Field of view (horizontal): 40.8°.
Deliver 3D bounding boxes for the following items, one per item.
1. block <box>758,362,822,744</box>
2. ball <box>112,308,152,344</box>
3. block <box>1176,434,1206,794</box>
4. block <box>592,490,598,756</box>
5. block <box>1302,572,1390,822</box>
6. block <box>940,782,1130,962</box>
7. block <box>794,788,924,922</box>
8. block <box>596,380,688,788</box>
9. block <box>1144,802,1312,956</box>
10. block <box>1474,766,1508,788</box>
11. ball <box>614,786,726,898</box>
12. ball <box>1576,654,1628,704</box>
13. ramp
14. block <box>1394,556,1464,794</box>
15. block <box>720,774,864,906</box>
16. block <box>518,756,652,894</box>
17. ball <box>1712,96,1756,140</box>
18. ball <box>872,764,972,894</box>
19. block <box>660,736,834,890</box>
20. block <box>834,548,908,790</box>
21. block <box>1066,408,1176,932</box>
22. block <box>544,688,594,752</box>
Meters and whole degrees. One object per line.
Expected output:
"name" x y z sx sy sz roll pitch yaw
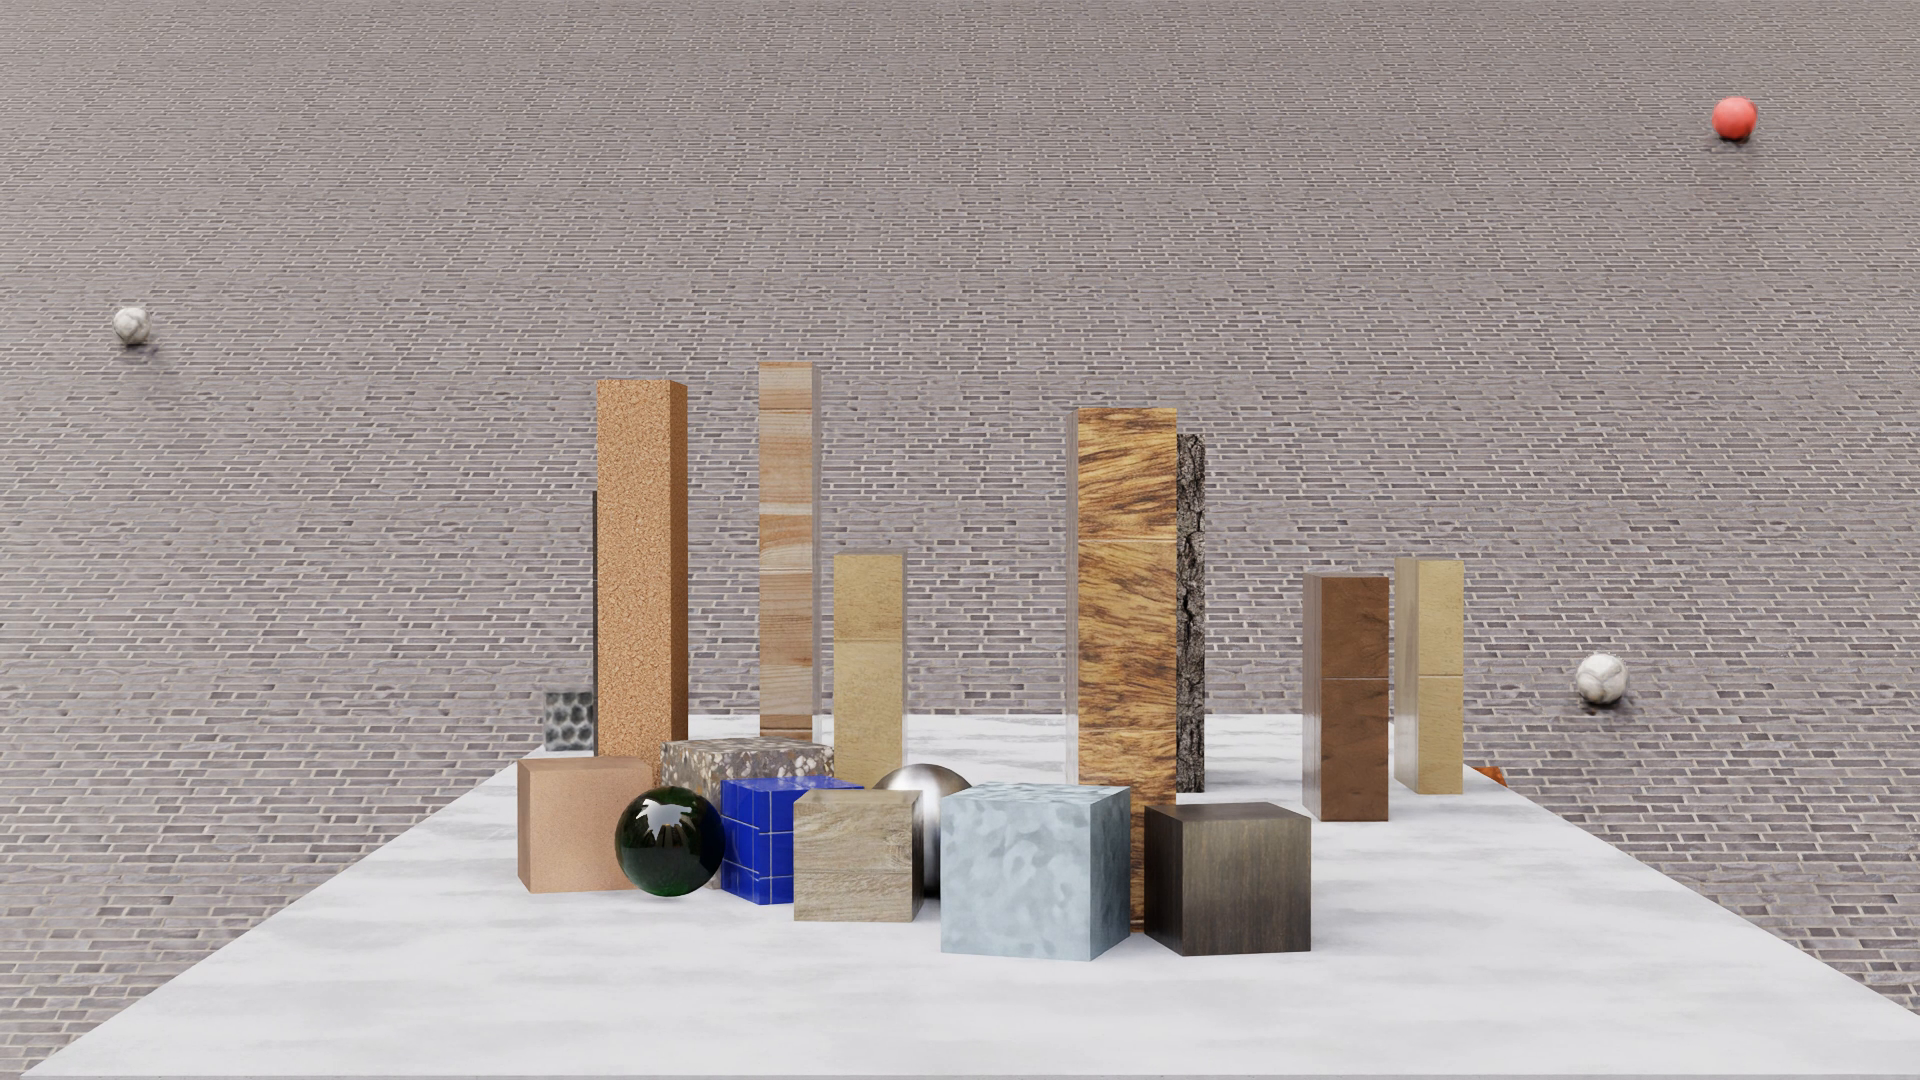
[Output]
"block" -0.272 0.108 4.173 0.083 0.780 0.282 0 1 0
"ball" -2.903 -0.751 9.049 0.130 0.130 0.130 0 26 0
"block" 0.417 0.136 5.103 0.096 0.683 0.399 0 1 0
"block" -0.694 0.181 5.568 0.142 0.574 0.389 0 1 0
"block" 0.687 0.275 4.610 0.118 0.426 0.244 0 1 0
"block" 0.099 0.420 3.303 0.195 0.195 0.195 0 1 19
"block" -0.137 0.432 3.549 0.160 0.160 0.160 0 1 5
"block" -0.495 0.128 4.047 0.111 0.747 0.254 0 1 0
"block" 0.342 0.433 3.314 0.169 0.169 0.169 0 1 -12
"block" 1.247 0.639 6.239 0.130 0.130 0.130 -1 26 -3
"ball" -0.414 0.430 3.685 0.159 0.159 0.159 0 26 0
"ball" 1.689 0.366 6.789 0.132 0.132 0.132 0 26 0
"ramp" 0.060 0.539 4.575 2.000 0.100 4.000 0 1 0
"block" 0.909 0.258 5.016 0.084 0.443 0.273 0 1 0
"block" -0.242 0.429 3.712 0.159 0.159 0.159 -1 1 -25
"block" -0.557 0.418 3.817 0.176 0.176 0.176 0 1 -16
"ball" 3.347 -1.821 11.150 0.185 0.185 0.185 0 26 0
"ball" -0.053 0.415 3.716 0.187 0.187 0.187 0 26 0
"block" -0.320 0.406 3.877 0.198 0.198 0.198 -1 1 -28
"block" -0.136 0.260 3.998 0.101 0.485 0.395 0 1 0
"block" 0.219 0.167 3.578 0.128 0.689 0.393 0 1 0
"block" -0.861 0.399 5.759 0.130 0.130 0.130 0 1 -12
